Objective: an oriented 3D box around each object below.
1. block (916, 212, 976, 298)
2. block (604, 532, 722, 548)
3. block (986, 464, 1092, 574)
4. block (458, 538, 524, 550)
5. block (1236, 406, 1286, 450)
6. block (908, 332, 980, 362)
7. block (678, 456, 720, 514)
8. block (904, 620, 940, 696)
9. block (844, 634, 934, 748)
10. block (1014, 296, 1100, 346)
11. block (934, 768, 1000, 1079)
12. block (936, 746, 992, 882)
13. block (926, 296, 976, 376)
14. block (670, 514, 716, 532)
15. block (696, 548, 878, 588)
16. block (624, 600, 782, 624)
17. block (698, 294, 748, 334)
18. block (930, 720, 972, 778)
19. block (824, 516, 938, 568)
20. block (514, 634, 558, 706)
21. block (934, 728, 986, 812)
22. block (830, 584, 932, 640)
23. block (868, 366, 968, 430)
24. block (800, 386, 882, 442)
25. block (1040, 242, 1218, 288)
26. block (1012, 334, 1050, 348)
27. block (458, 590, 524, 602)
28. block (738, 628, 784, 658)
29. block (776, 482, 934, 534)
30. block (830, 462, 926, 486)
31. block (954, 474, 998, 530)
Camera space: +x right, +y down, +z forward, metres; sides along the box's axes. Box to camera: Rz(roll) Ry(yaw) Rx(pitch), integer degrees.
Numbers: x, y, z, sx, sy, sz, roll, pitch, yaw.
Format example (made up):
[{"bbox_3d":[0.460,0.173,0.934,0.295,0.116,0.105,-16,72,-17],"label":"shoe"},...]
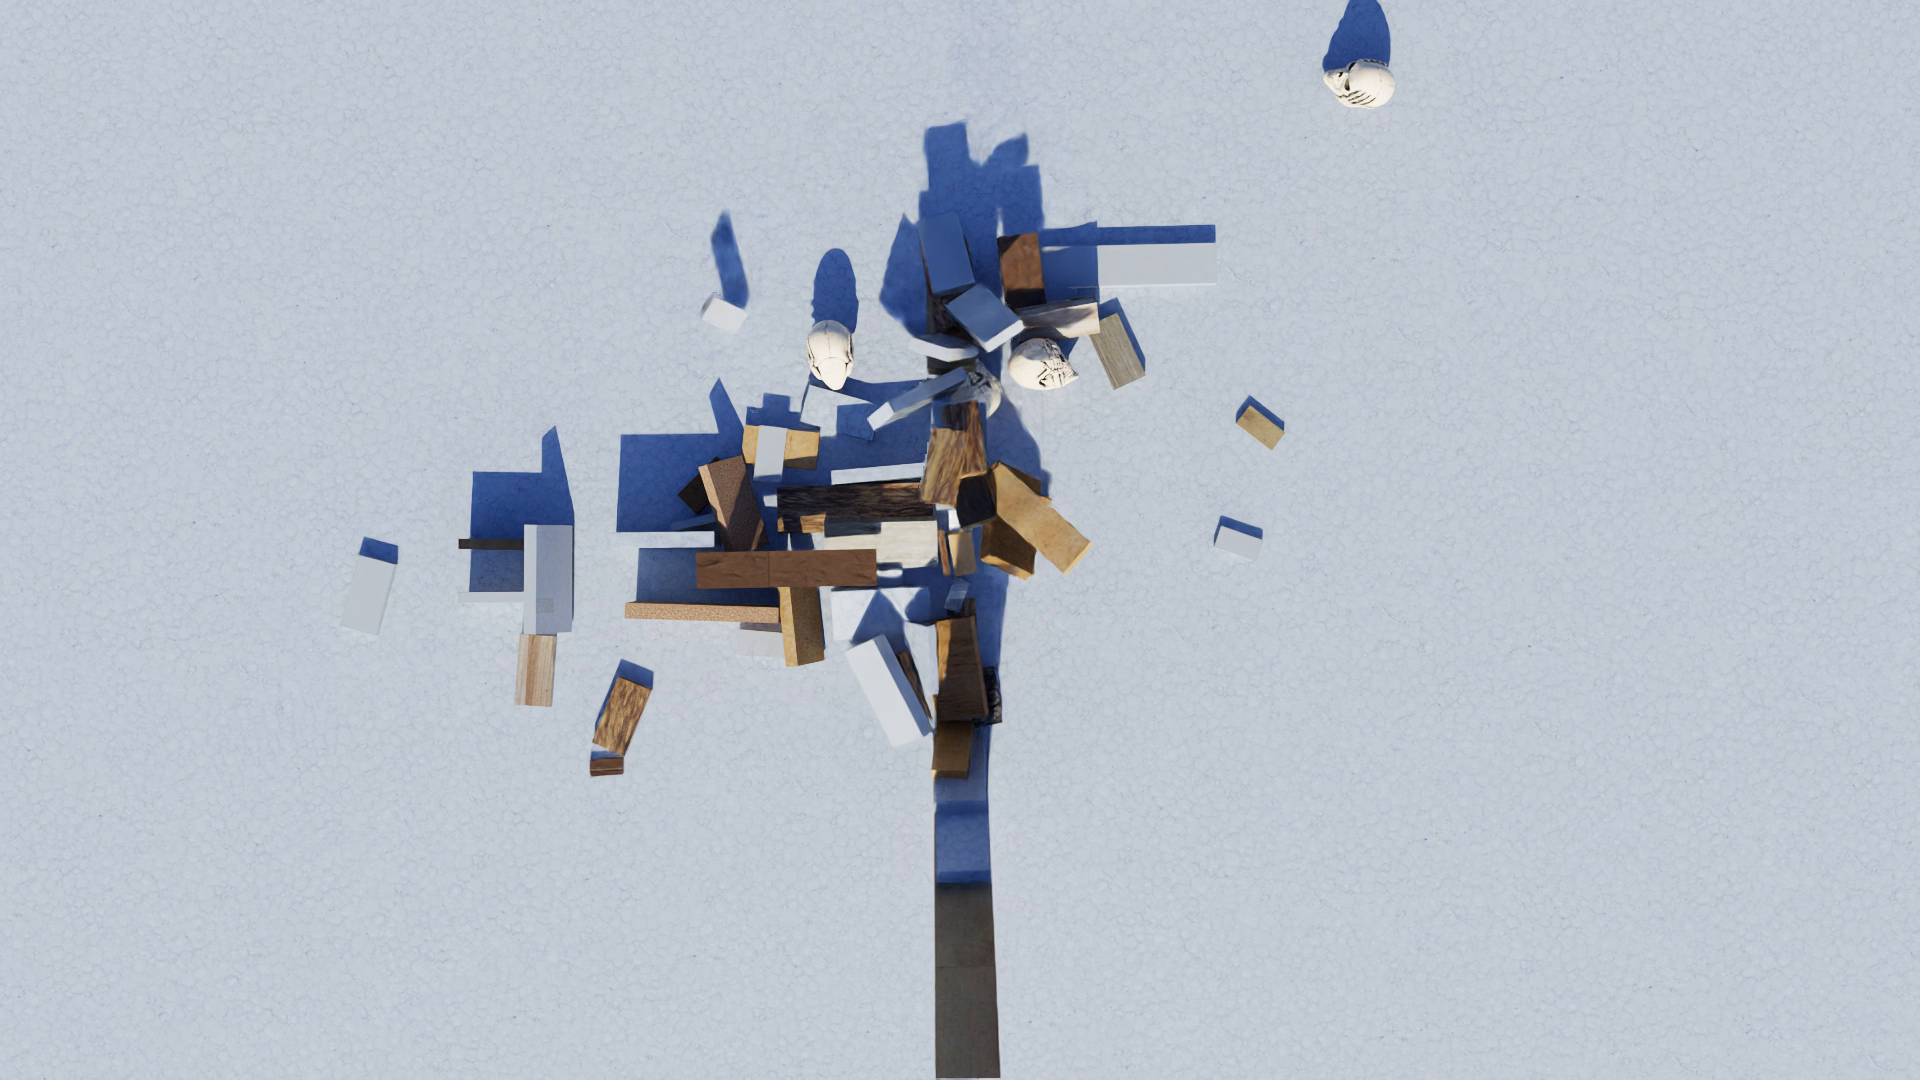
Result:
[{"bbox_3d":[-0.046,-0.936,5.406,0.138,0.039,0.276,-14,68,2],"label":"block"},{"bbox_3d":[-0.970,-0.001,5.412,0.354,0.177,0.050,-1,90,0],"label":"block"},{"bbox_3d":[0.222,-0.066,5.033,0.388,0.035,0.125,43,95,21],"label":"block"},{"bbox_3d":[-1.515,0.015,5.439,0.243,0.122,0.034,1,90,0],"label":"block"},{"bbox_3d":[1.000,-0.372,5.489,0.148,0.021,0.074,38,90,0],"label":"block"},{"bbox_3d":[-0.049,-0.611,5.216,0.138,0.276,0.039,19,105,16],"label":"block"},{"bbox_3d":[-0.842,-0.182,5.487,0.182,0.026,0.091,-45,90,0],"label":"block"},{"bbox_3d":[-0.126,0.384,5.402,0.033,0.117,0.234,-13,106,-41],"label":"block"},{"bbox_3d":[-0.234,0.496,5.415,0.050,0.178,0.356,-27,90,-40],"label":"block"},{"bbox_3d":[0.319,-0.719,5.410,0.266,0.133,0.038,-10,49,3],"label":"block"},{"bbox_3d":[0.012,1.132,4.992,0.178,1.216,0.050,-2,126,0],"label":"block"},{"bbox_3d":[0.008,0.866,5.268,0.166,0.546,0.047,-2,127,0],"label":"block"},{"bbox_3d":[-0.027,-0.696,5.408,0.157,0.044,0.314,-2,70,7],"label":"block"},{"bbox_3d":[-0.863,-0.062,5.454,0.182,0.091,0.026,-14,90,0],"label":"block"},{"bbox_3d":[-0.558,0.093,5.317,0.581,0.033,0.117,-1,90,2],"label":"block"},{"bbox_3d":[-0.834,0.236,5.412,0.495,0.177,0.050,2,90,0],"label":"block"},{"bbox_3d":[-0.777,-0.740,5.410,0.024,0.169,0.085,40,101,33],"label":"block"},{"bbox_3d":[-0.025,0.680,5.371,0.117,0.234,0.033,2,127,4],"label":"block"},{"bbox_3d":[-0.260,0.008,5.447,0.370,0.046,0.163,-1,112,0],"label":"block"},{"bbox_3d":[-1.410,0.432,5.483,0.117,0.033,0.235,4,90,0],"label":"block"},{"bbox_3d":[-0.002,0.743,5.353,0.166,0.332,0.047,-2,127,0],"label":"block"},{"bbox_3d":[-0.258,0.237,5.461,0.327,0.046,0.163,-3,102,0],"label":"block"},{"bbox_3d":[-0.133,-0.456,5.294,0.314,0.157,0.044,-29,89,-31],"label":"block"},{"bbox_3d":[-0.395,-0.420,5.482,0.249,0.035,0.125,16,90,0],"label":"block"},{"bbox_3d":[0.502,-0.909,5.481,0.697,0.038,0.133,-1,90,0],"label":"block"},{"bbox_3d":[0.231,-0.693,5.489,0.149,0.021,0.074,16,90,0],"label":"block"},{"bbox_3d":[-1.516,0.187,5.439,0.243,0.121,0.034,0,90,0],"label":"block"},{"bbox_3d":[-0.649,0.346,5.488,0.175,0.024,0.085,5,90,0],"label":"block"},{"bbox_3d":[-0.348,-0.105,5.478,0.514,0.044,0.155,-2,90,0],"label":"block"},{"bbox_3d":[-0.262,-0.216,5.423,0.310,0.155,0.044,-5,90,0],"label":"block"},{"bbox_3d":[0.029,-0.157,5.071,0.114,0.032,0.228,-18,76,9],"label":"block"}]
